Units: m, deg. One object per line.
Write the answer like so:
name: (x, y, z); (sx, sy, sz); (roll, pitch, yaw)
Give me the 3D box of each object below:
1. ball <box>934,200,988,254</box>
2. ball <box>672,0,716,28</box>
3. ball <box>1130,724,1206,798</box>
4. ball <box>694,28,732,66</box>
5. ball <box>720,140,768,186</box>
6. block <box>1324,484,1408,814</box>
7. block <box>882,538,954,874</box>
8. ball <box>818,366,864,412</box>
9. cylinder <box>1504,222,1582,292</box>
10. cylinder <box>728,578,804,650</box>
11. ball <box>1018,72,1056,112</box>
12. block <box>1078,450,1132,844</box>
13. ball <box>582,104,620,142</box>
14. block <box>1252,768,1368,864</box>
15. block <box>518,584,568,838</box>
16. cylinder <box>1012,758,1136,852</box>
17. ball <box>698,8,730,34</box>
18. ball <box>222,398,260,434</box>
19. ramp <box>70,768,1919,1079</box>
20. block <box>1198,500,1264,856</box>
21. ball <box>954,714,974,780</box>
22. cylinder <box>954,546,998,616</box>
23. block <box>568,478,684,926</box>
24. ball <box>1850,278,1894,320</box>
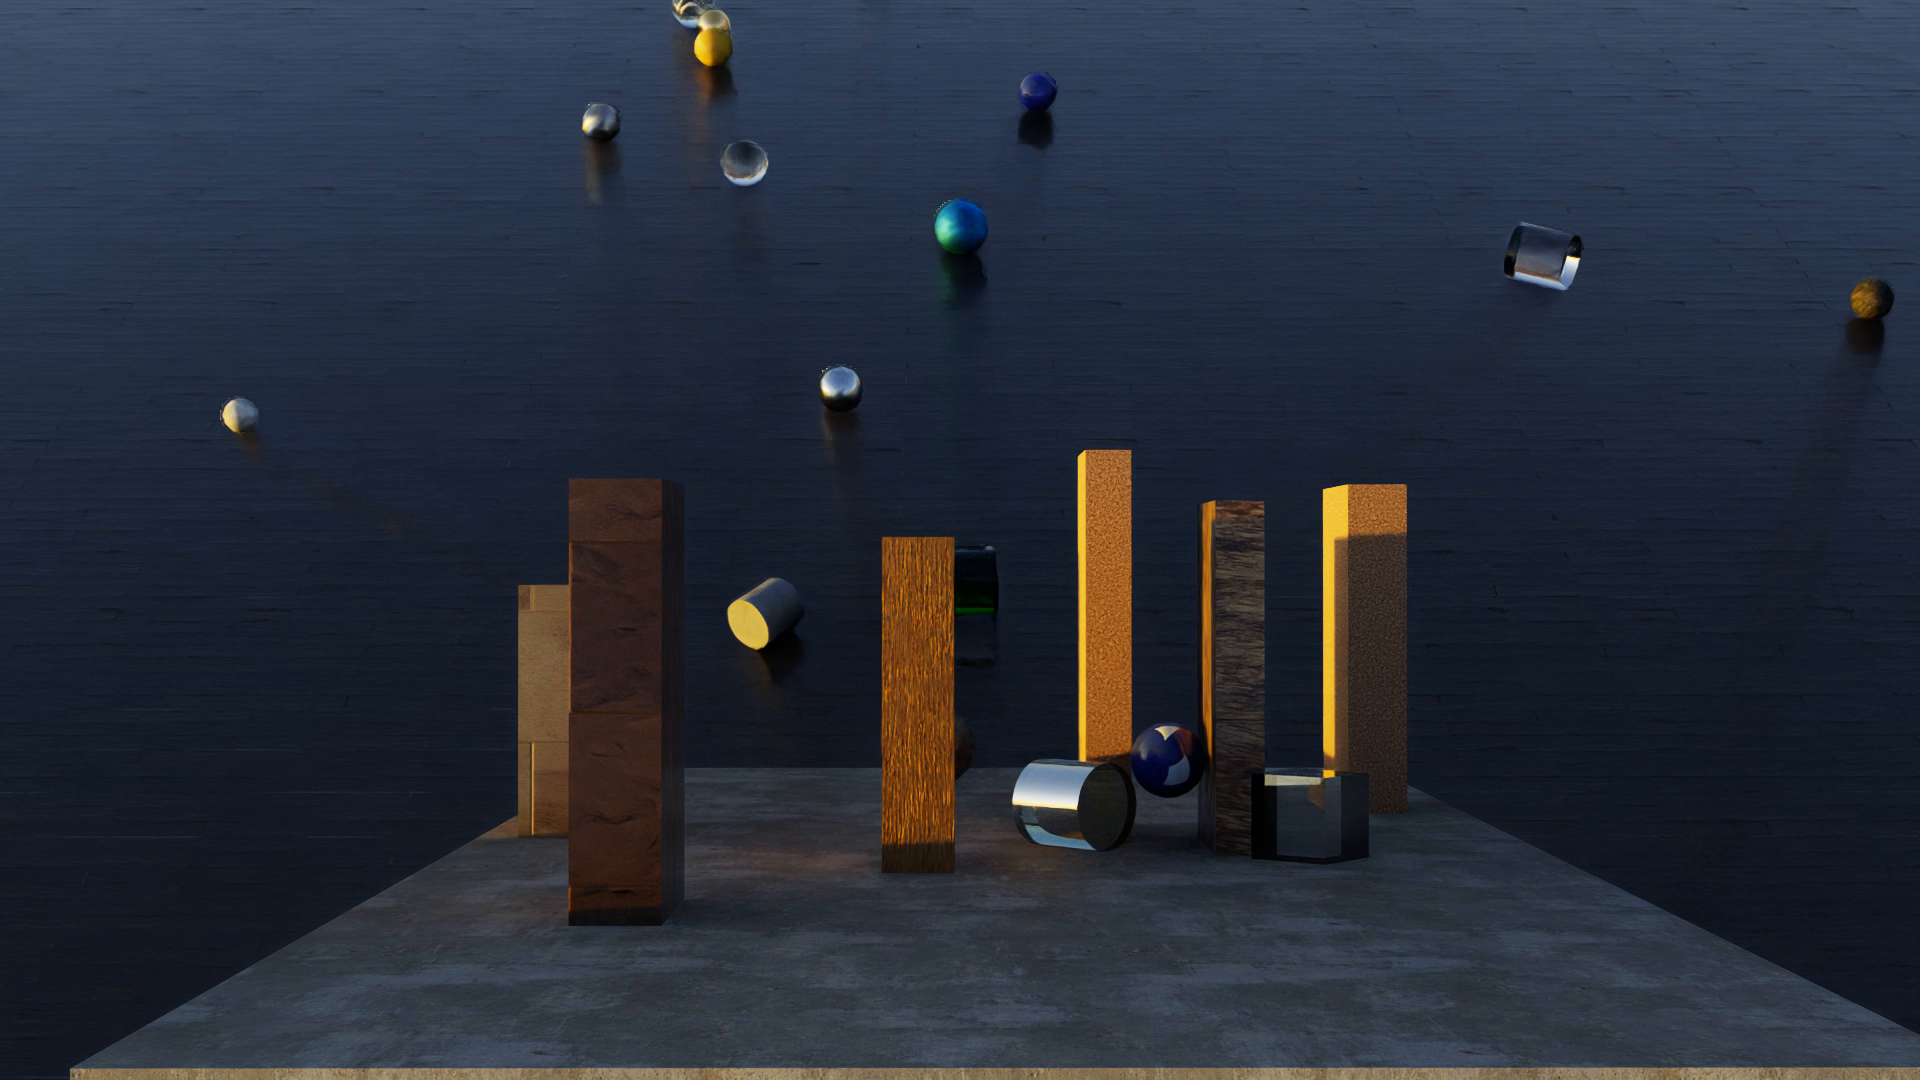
ball: (0.005, -1.147, 9.507); (0.197, 0.197, 0.197); (0, 32, 0)
ball: (-1.185, -2.371, 11.507); (0.193, 0.193, 0.193); (0, 32, 0)
ball: (0.391, 0.414, 4.870); (0.140, 0.140, 0.140); (0, 32, 0)
ball: (-1.058, -2.114, 11.115); (0.164, 0.164, 0.164); (0, 32, 0)
ball: (-0.835, -1.461, 10.034); (0.181, 0.181, 0.181); (0, 32, 0)
block: (0.882, 0.232, 5.656); (0.124, 0.695, 0.372); (0, -1, 0)
block: (-0.072, 0.282, 4.545); (0.124, 0.573, 0.254); (0, -1, 0)
ball: (-0.390, -0.493, 8.487); (0.149, 0.149, 0.149); (0, 32, 0)
cylinder: (2.088, -1.014, 9.279); (0.207, 0.207, 0.207); (18, 36, 27)
cylinder: (-0.550, 0.207, 7.343); (0.153, 0.153, 0.153); (22, 38, 31)
ball: (0.317, -1.848, 10.689); (0.157, 0.157, 0.157); (0, 32, 0)
block: (0.281, 0.202, 5.047); (0.087, 0.743, 0.308); (0, -1, 0)
ball: (-1.442, -1.678, 10.415); (0.153, 0.153, 0.153); (0, 32, 0)
block: (0.627, 0.493, 4.640); (0.152, 0.152, 0.152); (0, -1, 39)
block: (-0.796, 0.332, 5.216); (0.112, 0.486, 0.445); (0, -1, 0)
cylinder: (0.212, 0.490, 4.801); (0.163, 0.163, 0.163); (-1, 23, 45)
ball: (-1.078, -2.254, 11.359); (0.148, 0.148, 0.148); (0, 32, 0)
ball: (-2.323, -0.402, 8.373); (0.113, 0.113, 0.113); (0, 32, 0)
ramp: (0.070, 0.620, 4.703); (2.000, 0.100, 4.000); (0, -1, 0)
block: (0.505, 0.251, 4.846); (0.088, 0.641, 0.353); (0, -1, 0)
ball: (-0.055, 0.494, 6.177); (0.181, 0.181, 0.181); (0, 32, 0)
cylinder: (0.004, 0.119, 7.447); (0.193, 0.193, 0.193); (-2, 32, -4)
block: (-0.502, 0.237, 3.932); (0.135, 0.651, 0.315); (0, -1, 0)
ball: (3.191, -0.842, 9.062); (0.143, 0.143, 0.143); (0, 32, 0)
